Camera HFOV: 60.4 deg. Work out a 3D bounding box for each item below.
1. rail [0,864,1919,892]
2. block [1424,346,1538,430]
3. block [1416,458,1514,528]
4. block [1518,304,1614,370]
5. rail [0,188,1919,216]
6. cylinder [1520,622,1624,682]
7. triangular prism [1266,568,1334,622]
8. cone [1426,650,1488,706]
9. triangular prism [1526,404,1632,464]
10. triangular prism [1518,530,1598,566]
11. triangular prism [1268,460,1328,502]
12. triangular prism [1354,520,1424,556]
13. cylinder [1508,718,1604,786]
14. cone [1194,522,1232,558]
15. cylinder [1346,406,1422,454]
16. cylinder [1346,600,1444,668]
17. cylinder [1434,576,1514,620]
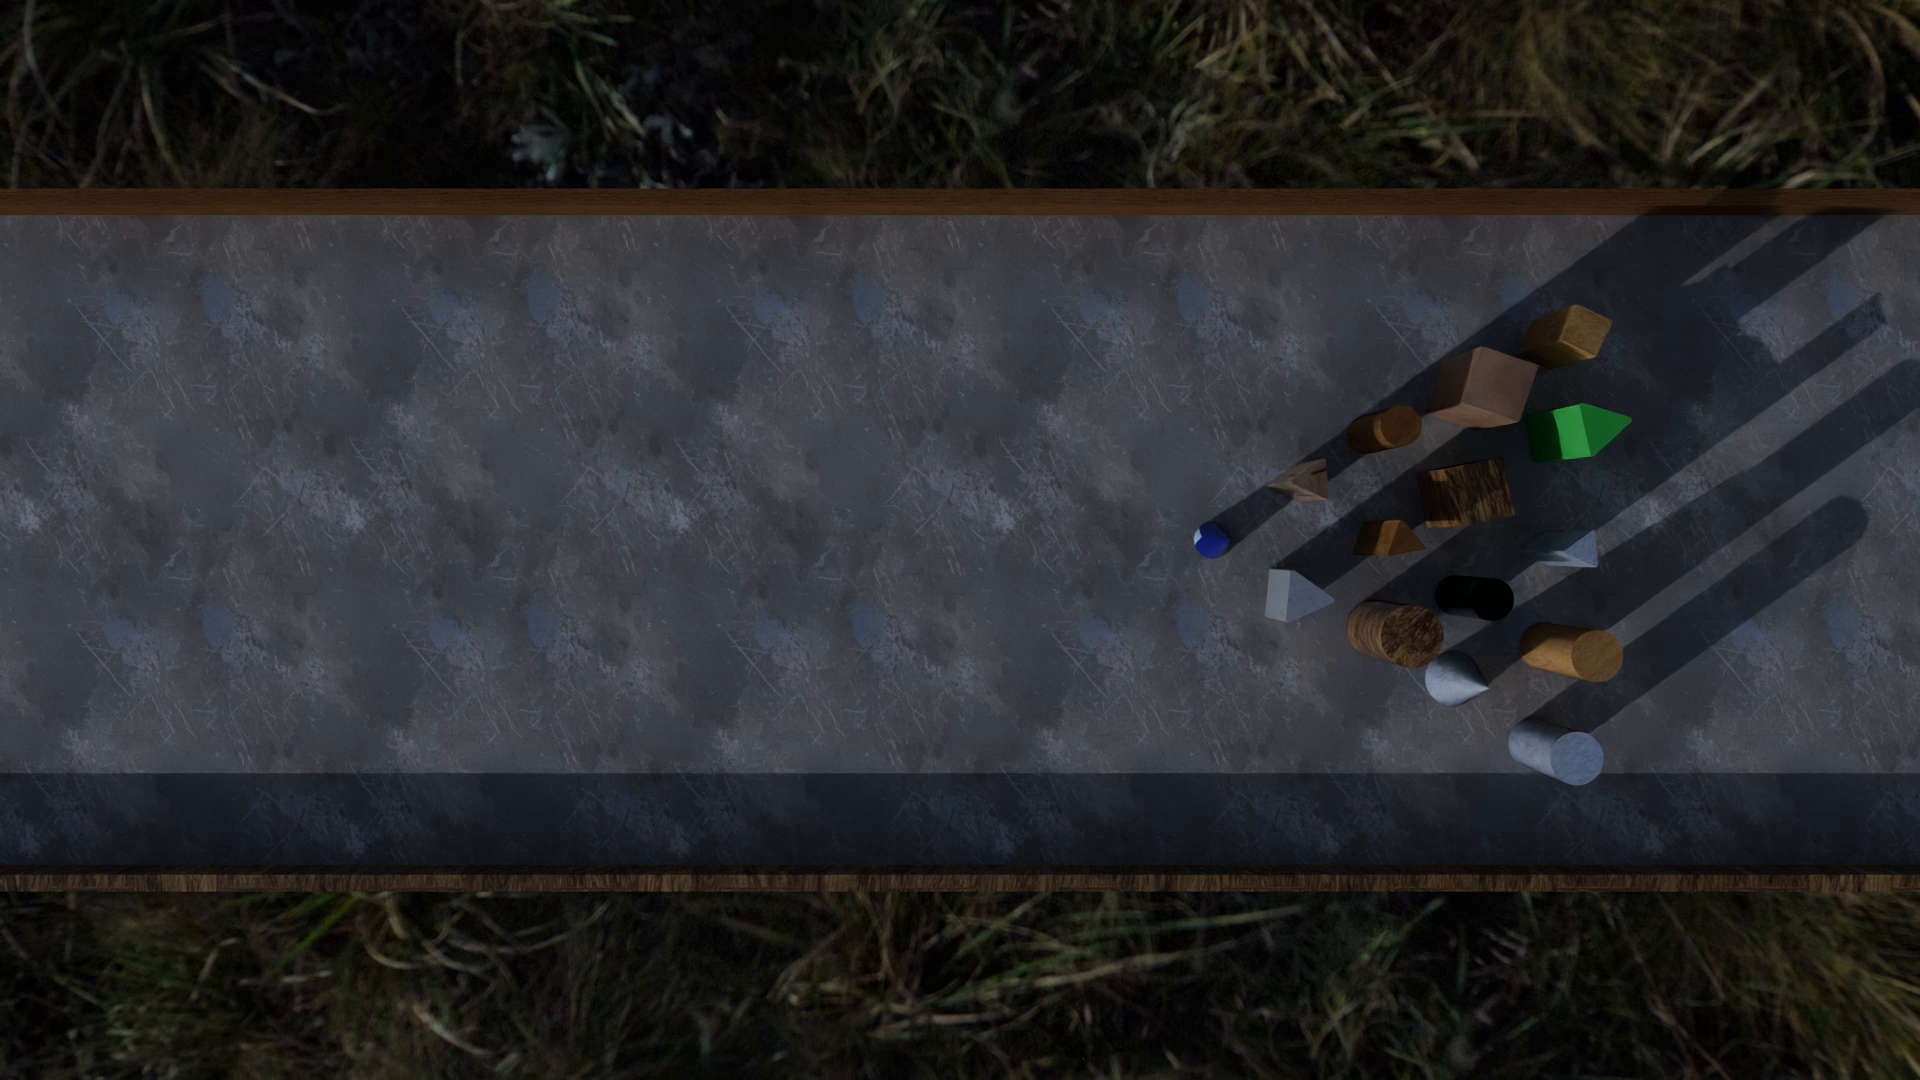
[{"bbox_3d":[-2.247,1.025,5.001,12.000,0.150,0.050,0,90,0],"label":"rail"},{"bbox_3d":[1.536,-0.443,4.881,0.170,0.391,0.170,19,90,0],"label":"block"},{"bbox_3d":[1.503,-0.139,4.925,0.172,0.304,0.172,-12,90,0],"label":"block"},{"bbox_3d":[1.789,-0.599,4.891,0.113,0.371,0.113,25,90,0],"label":"block"},{"bbox_3d":[-2.247,-1.025,5.002,12.000,0.150,0.050,0,90,0],"label":"rail"},{"bbox_3d":[1.796,0.327,4.862,0.147,0.428,0.147,0,90,0],"label":"cylinder"},{"bbox_3d":[0.984,0.146,4.915,0.153,0.324,0.132,-24,90,0],"label":"triangular prism"},{"bbox_3d":[1.517,0.426,4.901,0.171,0.352,0.171,0,90,0],"label":"cone"},{"bbox_3d":[1.785,-0.336,4.851,0.153,0.451,0.132,-43,90,0],"label":"triangular prism"},{"bbox_3d":[1.783,0.014,4.881,0.104,0.390,0.090,24,90,0],"label":"triangular prism"},{"bbox_3d":[1.016,-0.186,4.885,0.114,0.383,0.099,25,90,0],"label":"triangular prism"},{"bbox_3d":[1.254,-0.012,4.867,0.107,0.418,0.092,-10,90,0],"label":"triangular prism"},{"bbox_3d":[1.764,0.624,4.896,0.154,0.361,0.154,0,90,0],"label":"cylinder"},{"bbox_3d":[0.778,0.000,4.917,0.115,0.319,0.115,0,90,0],"label":"cone"},{"bbox_3d":[1.249,-0.323,4.873,0.117,0.408,0.117,0,90,0],"label":"cylinder"},{"bbox_3d":[1.274,0.272,4.861,0.178,0.431,0.178,0,90,0],"label":"cylinder"},{"bbox_3d":[1.524,0.170,4.898,0.123,0.358,0.123,0,90,0],"label":"cylinder"}]
